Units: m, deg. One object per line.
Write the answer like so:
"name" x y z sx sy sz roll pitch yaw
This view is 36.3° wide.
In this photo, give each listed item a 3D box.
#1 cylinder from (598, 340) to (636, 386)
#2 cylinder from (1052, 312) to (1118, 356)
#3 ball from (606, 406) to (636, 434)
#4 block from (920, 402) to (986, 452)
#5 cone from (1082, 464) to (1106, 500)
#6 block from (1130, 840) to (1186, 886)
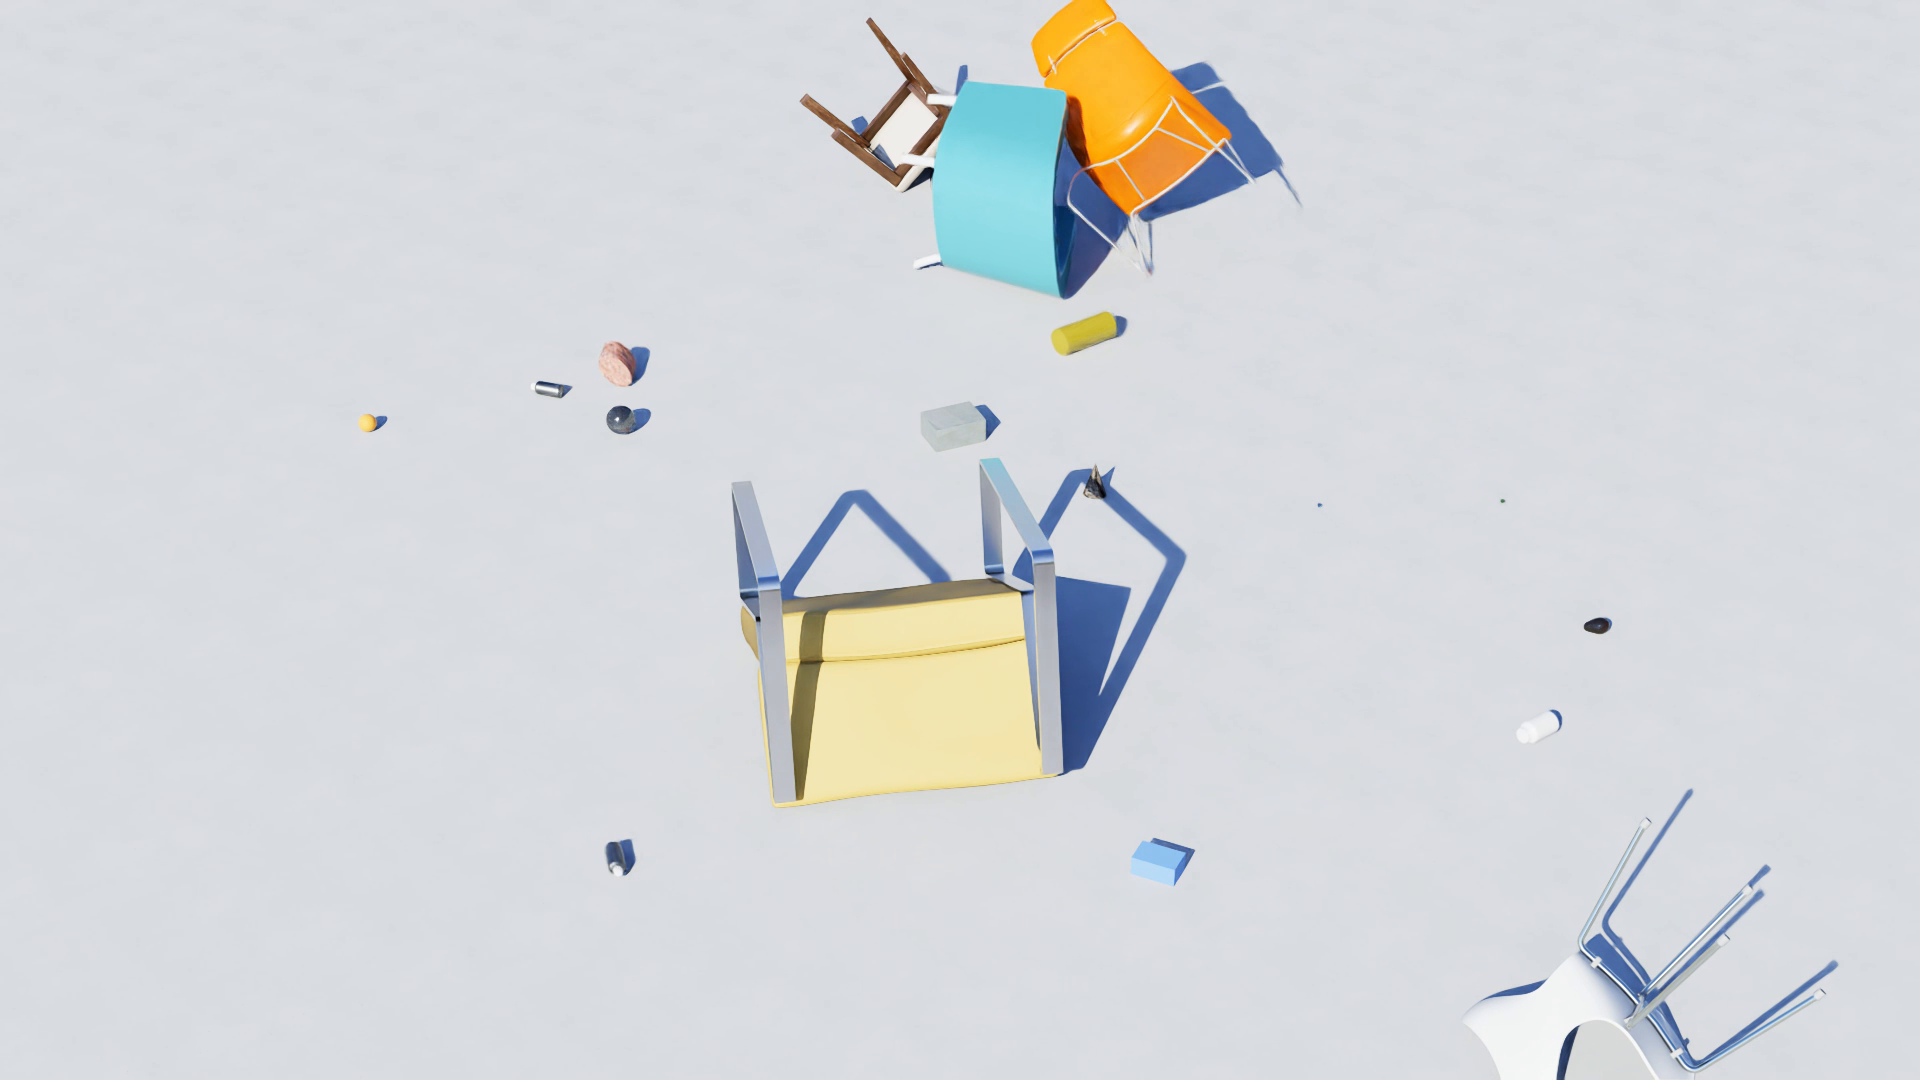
"cylinder" -1.391 -0.715 11.896 0.104 0.167 0.117 -31 26 22
"cylinder" 0.515 -0.856 12.140 0.256 0.113 0.116 -22 70 -30
"ball" -1.337 -0.474 11.559 0.116 0.116 0.116 0 33 0
"block" -0.027 -0.446 11.530 0.211 0.100 0.155 -13 36 -19
"cone" 0.515 -0.235 11.172 0.092 0.142 0.074 11 35 16
"block" 0.630 1.028 9.322 0.148 0.068 0.094 15 36 21
